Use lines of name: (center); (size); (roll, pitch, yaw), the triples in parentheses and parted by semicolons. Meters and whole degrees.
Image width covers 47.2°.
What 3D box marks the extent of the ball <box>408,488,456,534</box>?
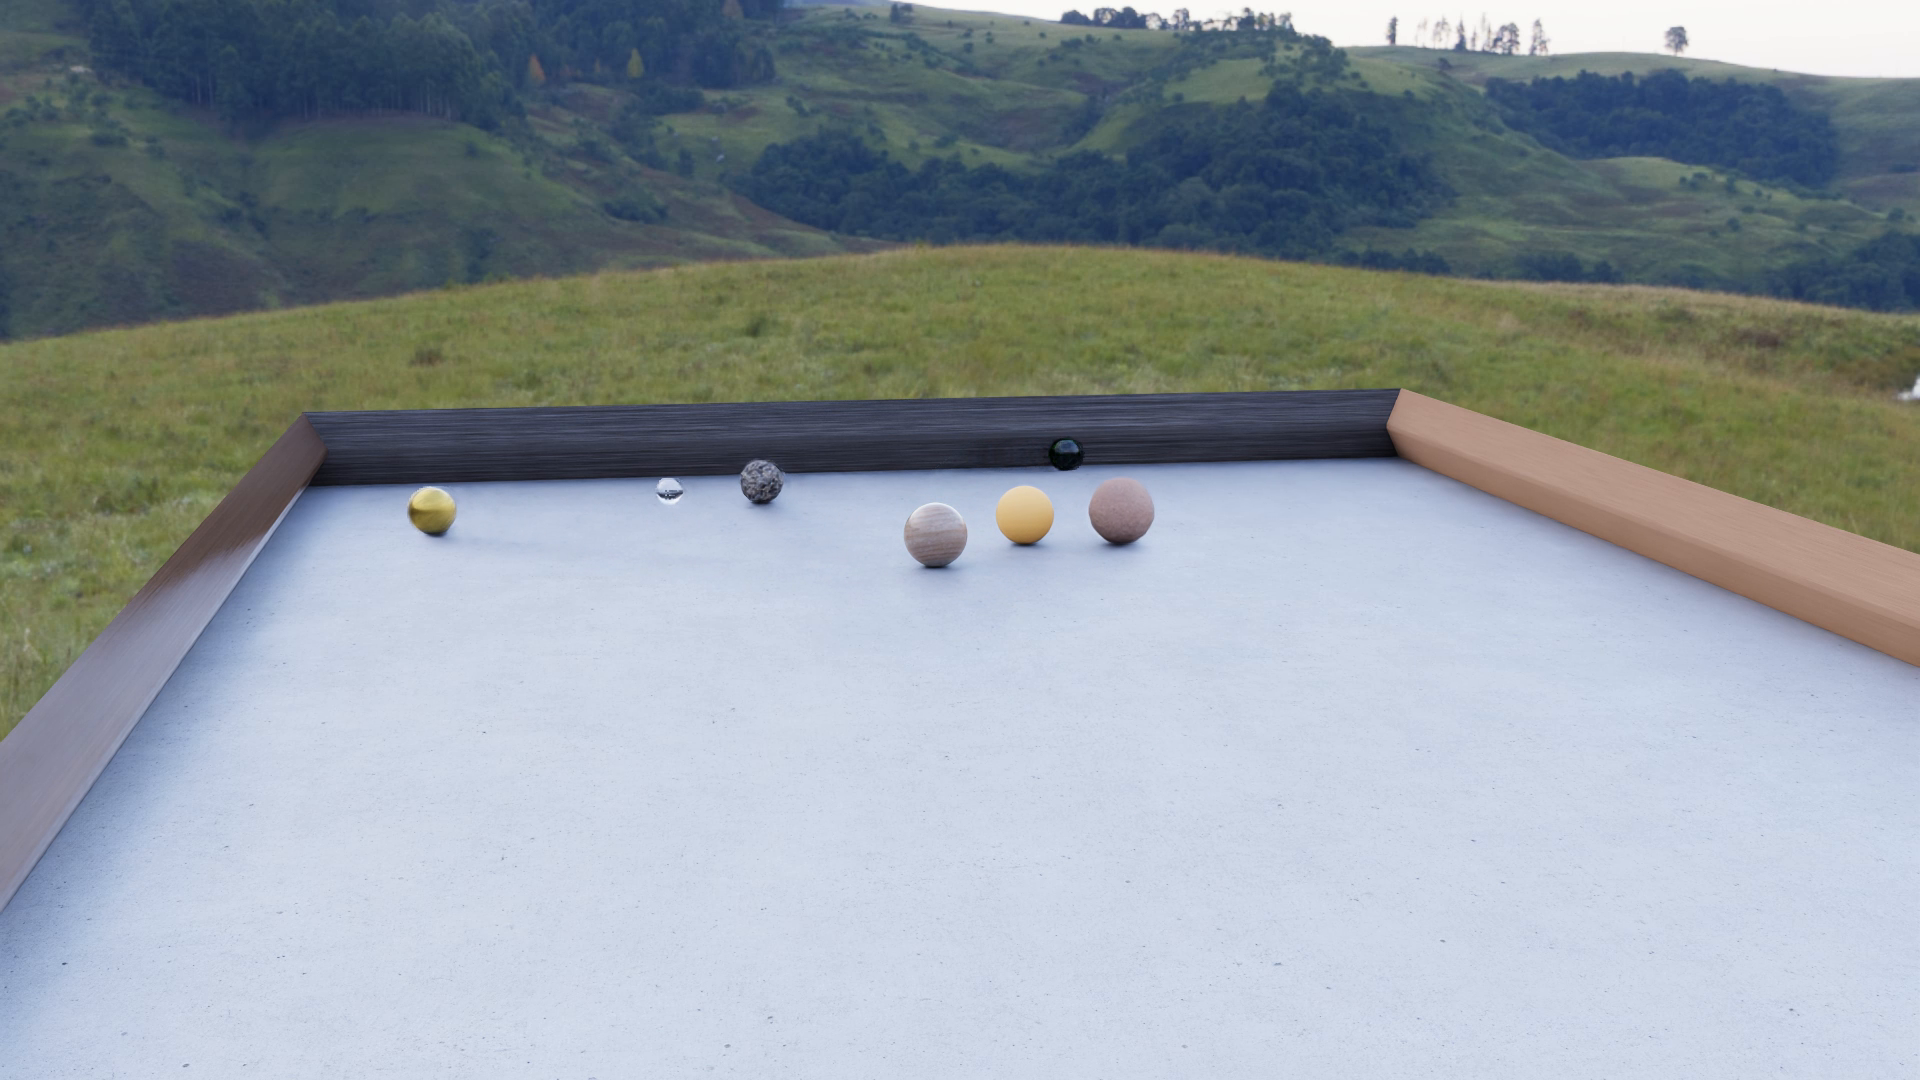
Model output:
ball: (-0.818, -0.045, 3.410); (0.072, 0.072, 0.072); (0, 11, 0)

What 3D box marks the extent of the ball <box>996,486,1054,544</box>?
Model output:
ball: (0.098, -0.038, 3.331); (0.089, 0.089, 0.089); (0, 11, 0)

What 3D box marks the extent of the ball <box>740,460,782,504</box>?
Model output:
ball: (-0.333, -0.098, 3.689); (0.072, 0.072, 0.072); (0, 11, 0)

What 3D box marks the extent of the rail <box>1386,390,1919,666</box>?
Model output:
rail: (1.127, 0.108, 2.453); (0.045, 0.130, 3.594); (-2, 11, -10)

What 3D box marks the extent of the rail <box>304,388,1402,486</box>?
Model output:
rail: (-0.150, -0.188, 4.003); (2.021, 0.130, 0.045); (-2, 11, -10)

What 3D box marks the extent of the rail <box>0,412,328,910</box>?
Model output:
rail: (-0.818, 0.171, 2.120); (0.045, 0.130, 3.594); (-2, 11, -10)

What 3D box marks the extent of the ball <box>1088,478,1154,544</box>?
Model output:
ball: (0.245, -0.044, 3.333); (0.100, 0.100, 0.100); (0, 11, 0)

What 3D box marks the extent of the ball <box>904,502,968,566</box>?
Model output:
ball: (-0.035, -0.007, 3.163); (0.092, 0.092, 0.092); (0, 11, 0)

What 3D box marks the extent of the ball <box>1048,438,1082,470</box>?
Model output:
ball: (0.193, -0.157, 4.032); (0.060, 0.060, 0.060); (0, 11, 0)

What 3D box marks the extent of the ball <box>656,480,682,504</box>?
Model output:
ball: (-0.486, -0.080, 3.677); (0.042, 0.042, 0.042); (0, 11, 0)
